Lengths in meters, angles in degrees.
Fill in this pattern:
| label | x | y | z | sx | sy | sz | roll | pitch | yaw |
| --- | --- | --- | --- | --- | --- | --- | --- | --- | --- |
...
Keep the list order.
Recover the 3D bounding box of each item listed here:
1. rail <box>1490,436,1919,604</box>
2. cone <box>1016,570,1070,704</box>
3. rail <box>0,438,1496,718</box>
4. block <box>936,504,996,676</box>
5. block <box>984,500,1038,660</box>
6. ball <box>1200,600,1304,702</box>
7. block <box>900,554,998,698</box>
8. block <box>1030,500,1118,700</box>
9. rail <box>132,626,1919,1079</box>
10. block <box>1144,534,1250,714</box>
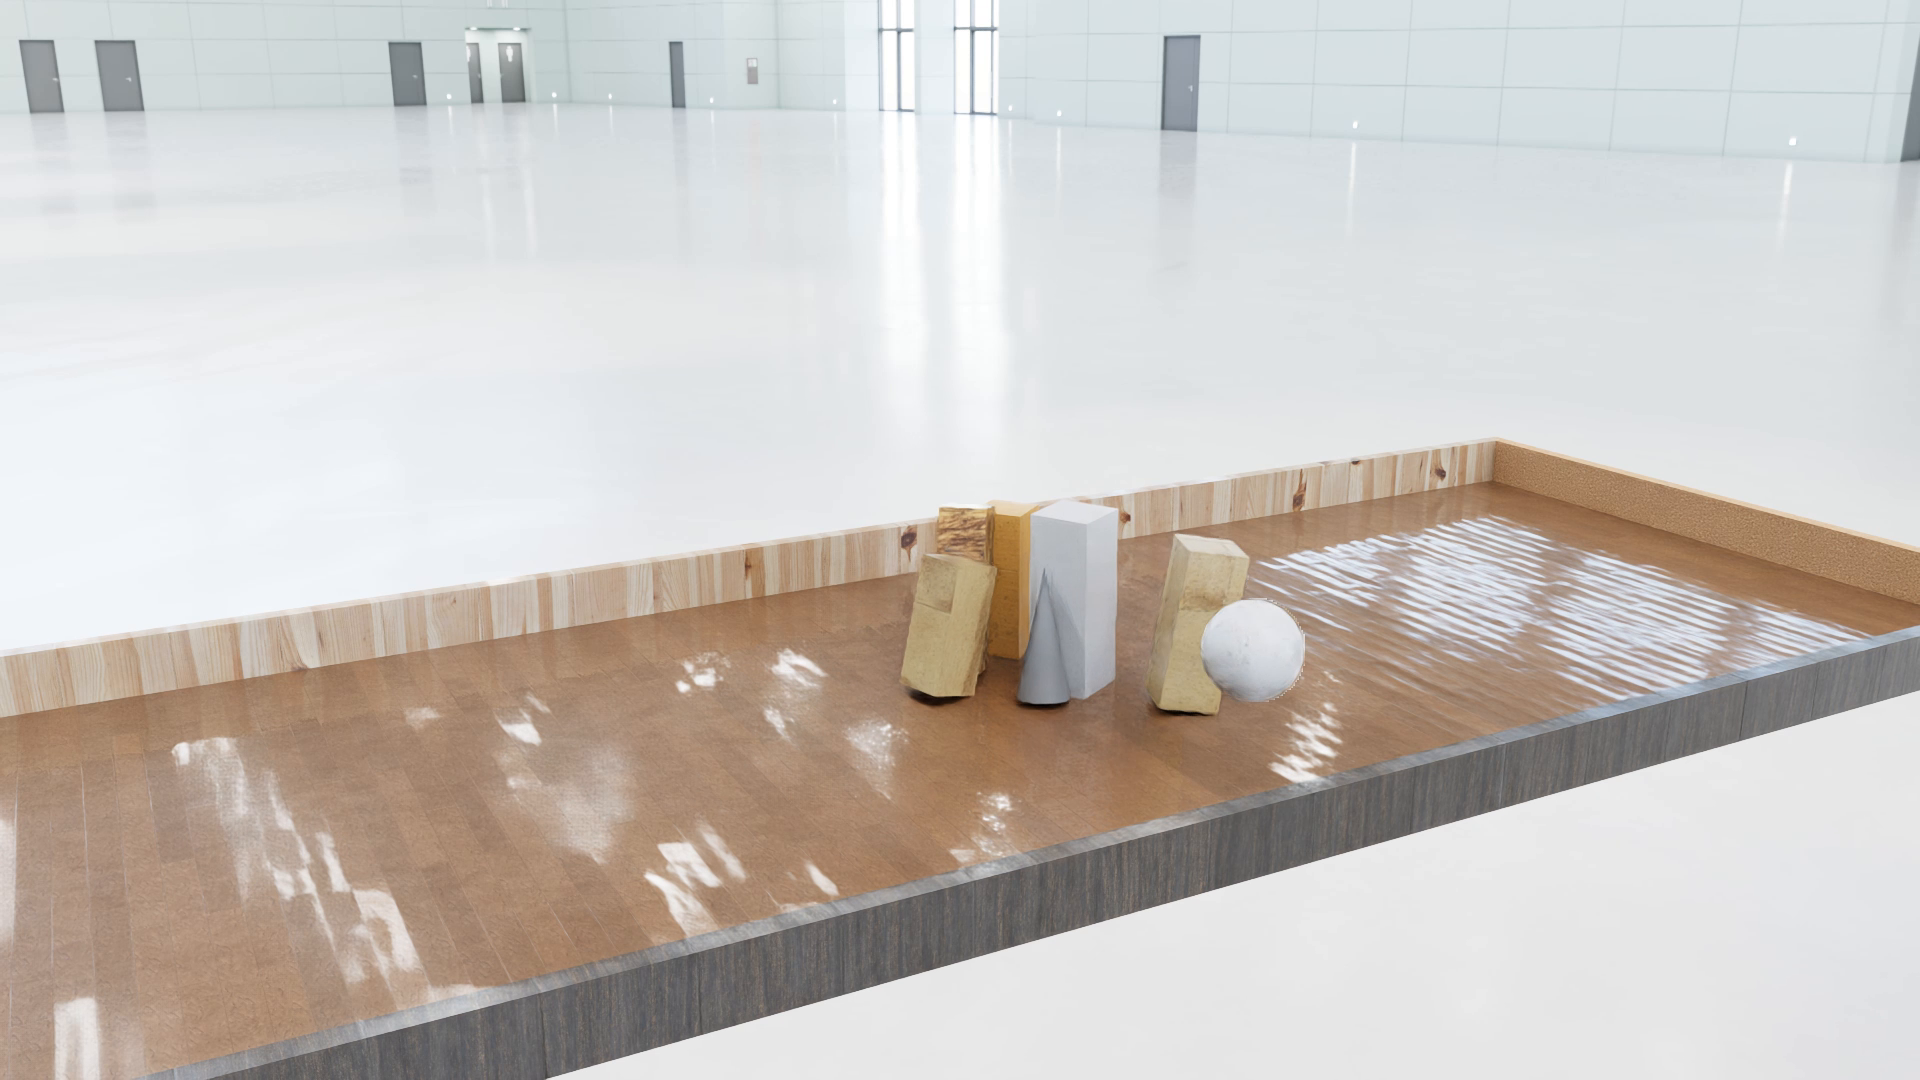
| label | x | y | z | sx | sy | sz | roll | pitch | yaw |
| --- | --- | --- | --- | --- | --- | --- | --- | --- | --- |
| rail | 2.466 | -0.048 | 5.253 | 0.050 | 0.150 | 2.100 | -9 | 18 | -27 |
| cone | 0.202 | 0.224 | 3.992 | 0.130 | 0.323 | 0.130 | 0 | 8 | 0 |
| rail | -3.305 | 0.497 | 3.399 | 12.000 | 0.150 | 0.050 | -9 | 18 | -27 |
| block | 0.009 | 0.122 | 4.172 | 0.121 | 0.417 | 0.121 | 3 | 5 | 11 |
| block | 0.120 | 0.102 | 4.324 | 0.130 | 0.386 | 0.130 | 7 | 18 | 23 |
| ball | 0.623 | 0.235 | 3.519 | 0.218 | 0.218 | 0.218 | 0 | 16 | 0 |
| block | -0.028 | 0.208 | 4.032 | 0.130 | 0.324 | 0.130 | 4 | 9 | -45 |
| block | 0.280 | 0.145 | 4.065 | 0.156 | 0.447 | 0.156 | 11 | 20 | 32 |
| rail | -2.336 | 1.006 | 1.665 | 12.000 | 0.150 | 0.050 | -9 | 18 | -27 |
| block | 0.564 | 0.201 | 3.941 | 0.145 | 0.392 | 0.145 | 7 | 15 | -9 |
